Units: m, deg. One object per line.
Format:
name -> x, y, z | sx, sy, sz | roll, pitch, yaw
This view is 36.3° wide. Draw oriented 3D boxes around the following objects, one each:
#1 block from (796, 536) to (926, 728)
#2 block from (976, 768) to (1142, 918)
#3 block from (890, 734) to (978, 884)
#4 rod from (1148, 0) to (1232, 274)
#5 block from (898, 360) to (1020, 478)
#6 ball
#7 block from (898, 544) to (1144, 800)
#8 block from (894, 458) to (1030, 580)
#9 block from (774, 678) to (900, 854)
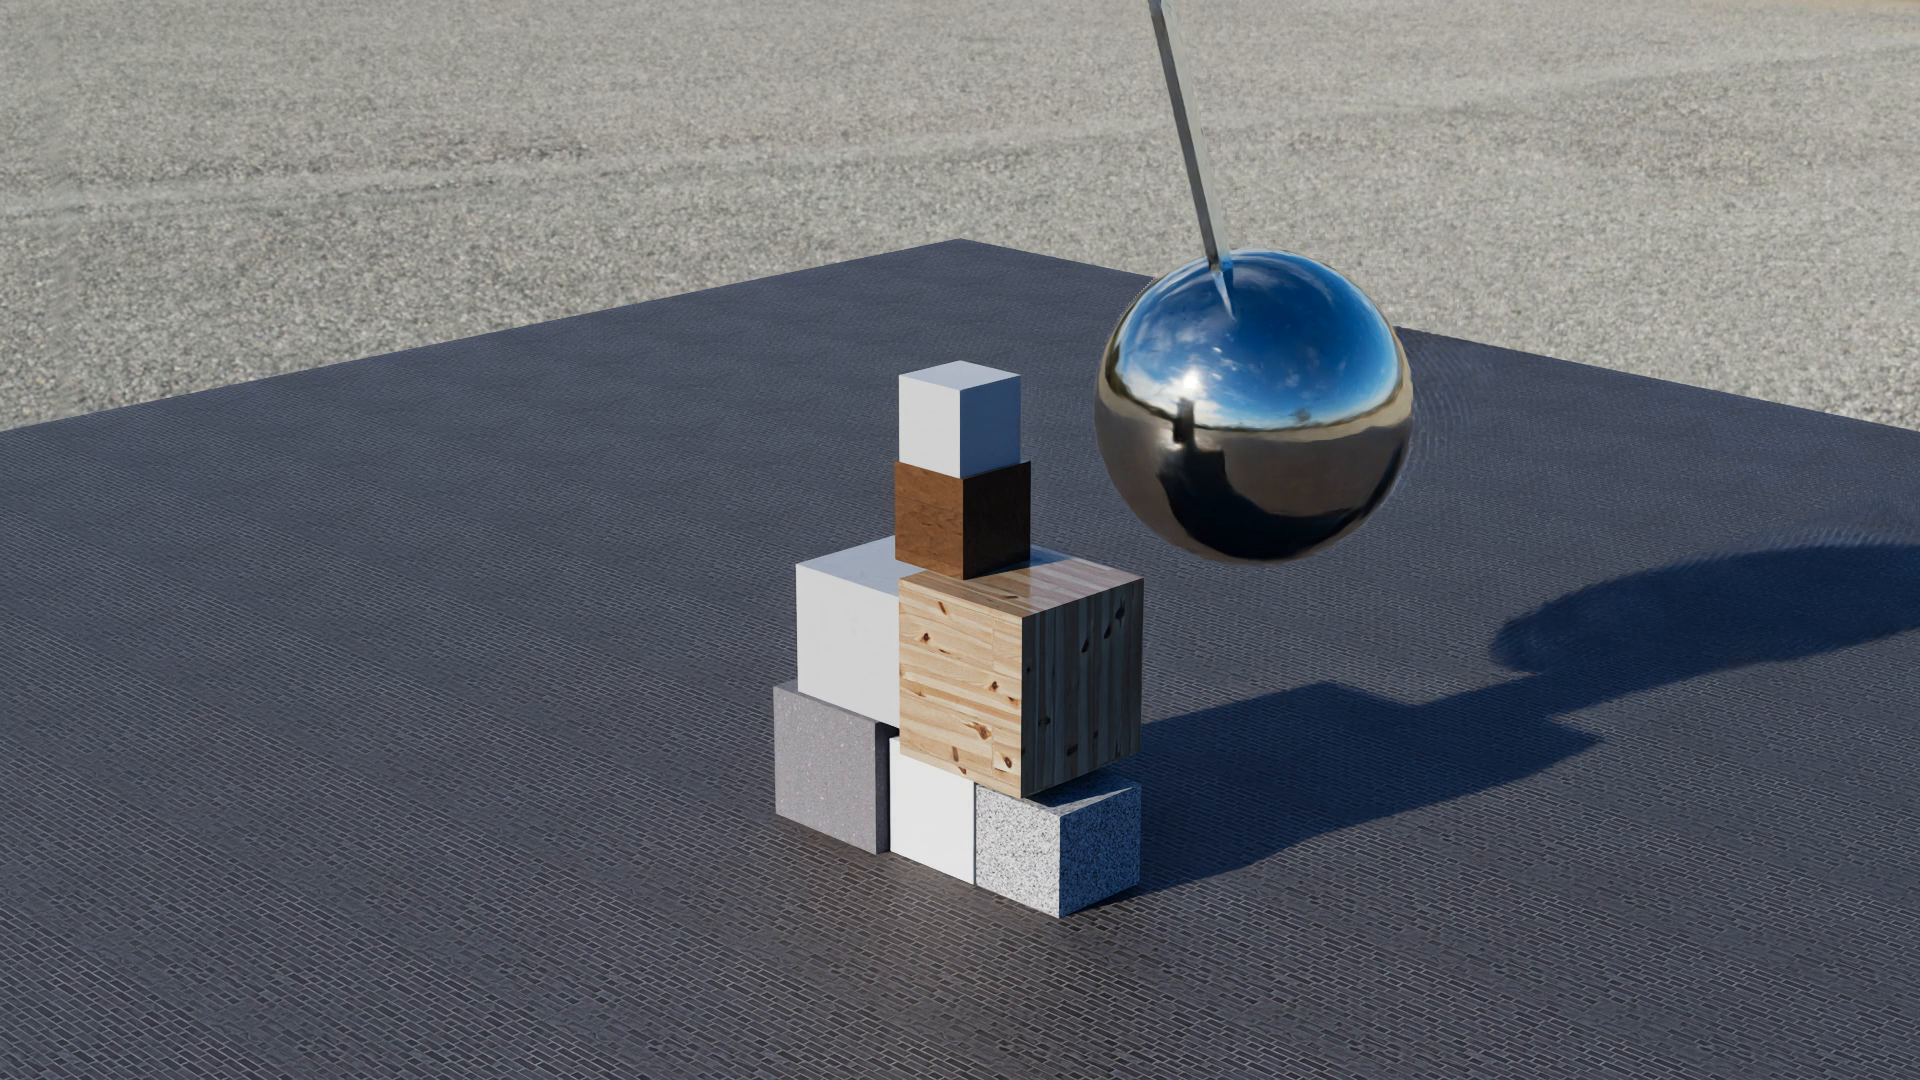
block -> -0.278, 0.425, 13.757 | 0.637, 0.633, 0.743 | -17, 24, -42
block -> 0.446, 1.335, 13.287 | 0.537, 0.486, 0.515 | -17, 24, -42
block -> 0.057, 1.185, 13.635 | 0.539, 0.562, 0.549 | -17, 24, -42
rod -> 0.636, -3.457, 12.921 | 0.080, 5.200, 0.080 | 17, 44, 42
block -> 0.000, -0.546, 13.170 | 0.387, 0.401, 0.384 | -17, 24, -42
ball -> 1.467, -0.663, 14.671 | 1.600, 1.600, 1.600 | 0, 17, 0
block -> 0.275, 0.571, 13.251 | 0.790, 0.840, 0.764 | -17, 24, -42
block -> 0.012, -0.135, 13.312 | 0.435, 0.469, 0.437 | -17, 24, -42
block -> -0.385, 1.005, 14.056 | 0.720, 0.654, 0.702 | -17, 24, -42
